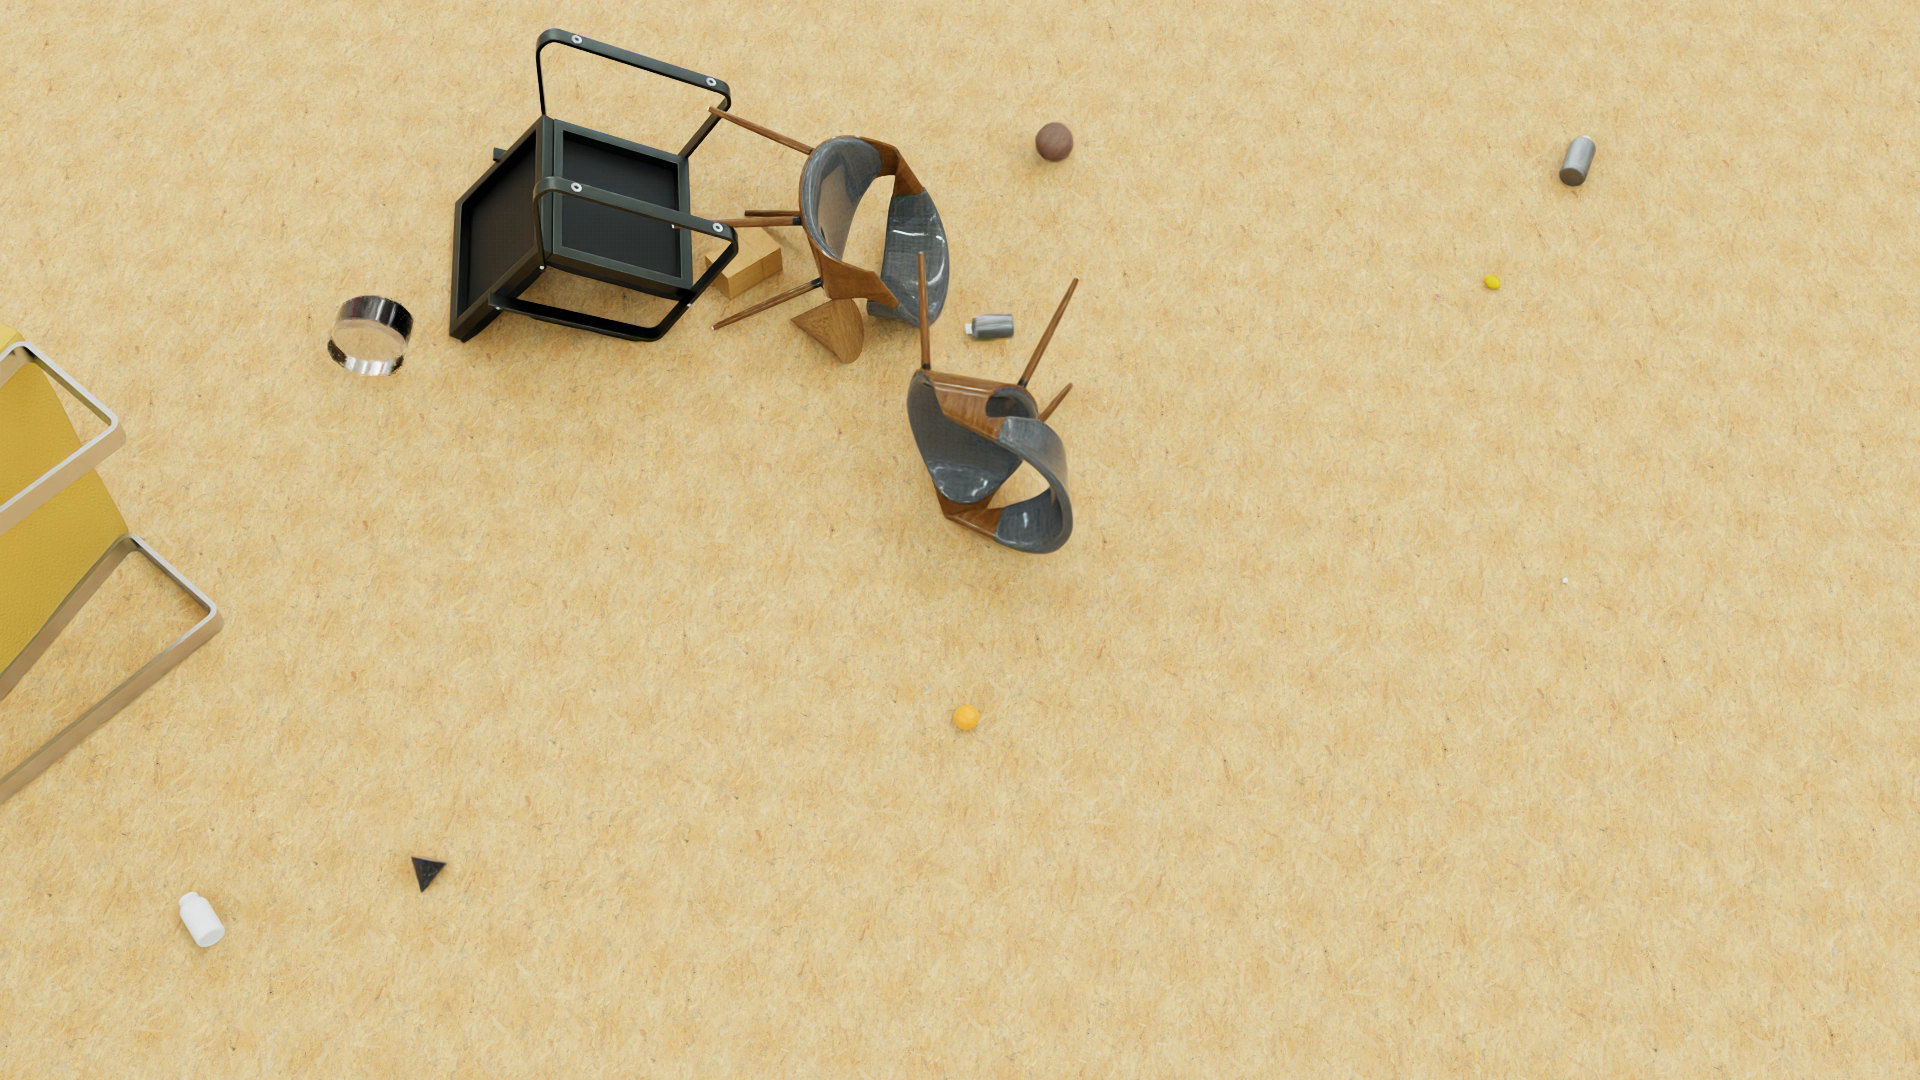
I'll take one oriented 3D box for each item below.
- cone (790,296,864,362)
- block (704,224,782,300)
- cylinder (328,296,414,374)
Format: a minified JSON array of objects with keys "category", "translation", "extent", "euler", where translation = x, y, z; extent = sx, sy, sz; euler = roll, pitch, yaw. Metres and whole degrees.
[{"category":"cone","translation":[-0.451,-0.684,6.971],"extent":[0.249,0.228,0.153],"euler":[13,40,38]},{"category":"block","translation":[-0.698,-0.898,7.109],"extent":[0.209,0.112,0.129],"euler":[-34,62,-21]},{"category":"cylinder","translation":[-1.837,-0.637,6.858],"extent":[0.260,0.222,0.127],"euler":[-21,48,35]}]
